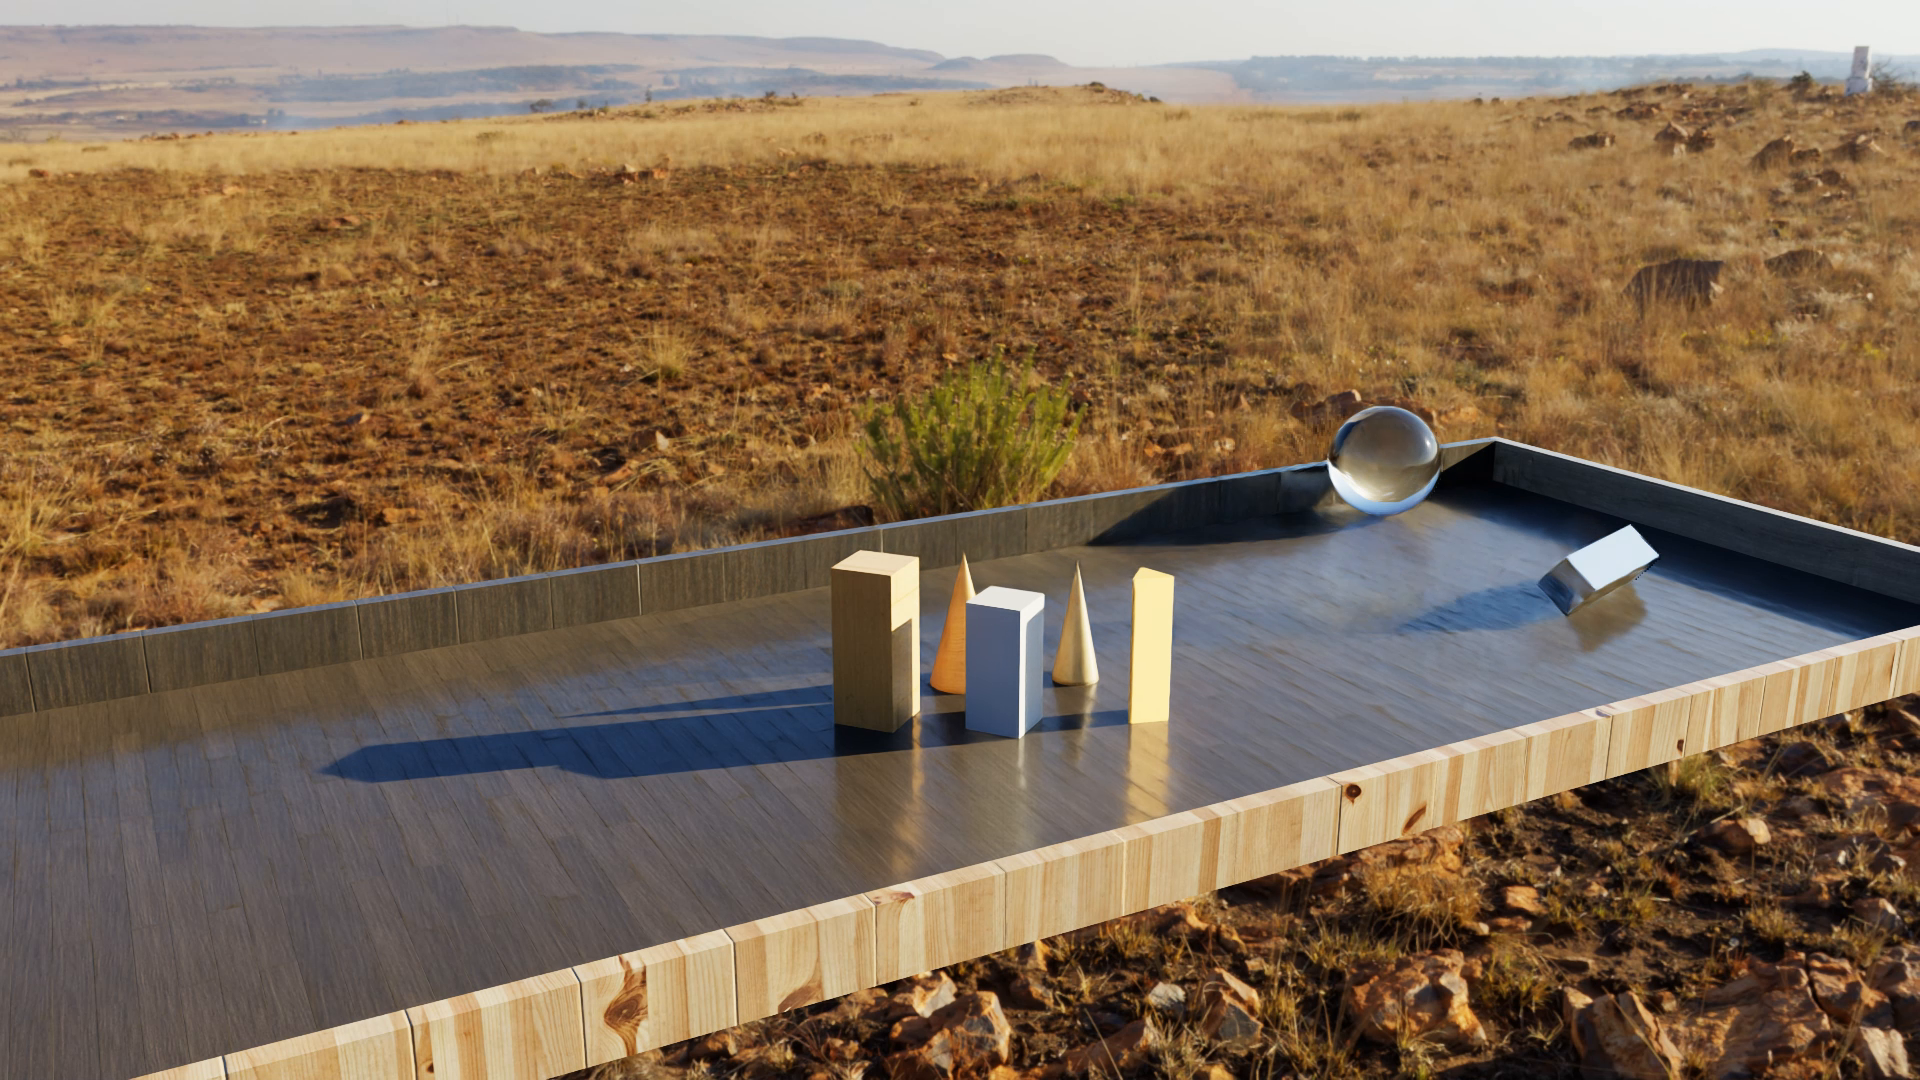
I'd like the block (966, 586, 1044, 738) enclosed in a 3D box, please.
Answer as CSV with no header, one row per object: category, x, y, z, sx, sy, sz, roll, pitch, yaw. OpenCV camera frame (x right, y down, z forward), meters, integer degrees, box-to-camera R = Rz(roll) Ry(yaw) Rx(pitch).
block,0.104,0.283,3.841,0.137,0.311,0.137,8,18,25

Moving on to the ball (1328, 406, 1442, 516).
ball,1.434,-0.267,5.580,0.373,0.373,0.373,0,16,0

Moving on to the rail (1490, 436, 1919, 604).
rail,2.466,-0.048,5.253,0.050,0.150,2.100,-9,18,-27

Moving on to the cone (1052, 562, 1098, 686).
cone,0.291,0.199,4.129,0.120,0.310,0.120,0,16,0

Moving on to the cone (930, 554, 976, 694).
cone,0.010,0.192,4.097,0.172,0.341,0.172,0,16,0

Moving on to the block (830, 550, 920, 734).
block,-0.196,0.236,3.871,0.152,0.384,0.152,7,18,22

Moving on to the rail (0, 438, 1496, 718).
rail,-3.305,0.497,3.399,12.000,0.150,0.050,-9,18,-27

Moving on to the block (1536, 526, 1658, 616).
block,1.845,0.085,4.761,0.445,0.122,0.122,-17,62,-44

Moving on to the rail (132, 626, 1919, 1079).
rail,-2.336,1.006,1.665,12.000,0.150,0.050,-9,18,-27

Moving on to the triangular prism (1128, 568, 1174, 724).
triangular prism,0.436,0.246,3.885,0.098,0.356,0.085,-4,17,-12
